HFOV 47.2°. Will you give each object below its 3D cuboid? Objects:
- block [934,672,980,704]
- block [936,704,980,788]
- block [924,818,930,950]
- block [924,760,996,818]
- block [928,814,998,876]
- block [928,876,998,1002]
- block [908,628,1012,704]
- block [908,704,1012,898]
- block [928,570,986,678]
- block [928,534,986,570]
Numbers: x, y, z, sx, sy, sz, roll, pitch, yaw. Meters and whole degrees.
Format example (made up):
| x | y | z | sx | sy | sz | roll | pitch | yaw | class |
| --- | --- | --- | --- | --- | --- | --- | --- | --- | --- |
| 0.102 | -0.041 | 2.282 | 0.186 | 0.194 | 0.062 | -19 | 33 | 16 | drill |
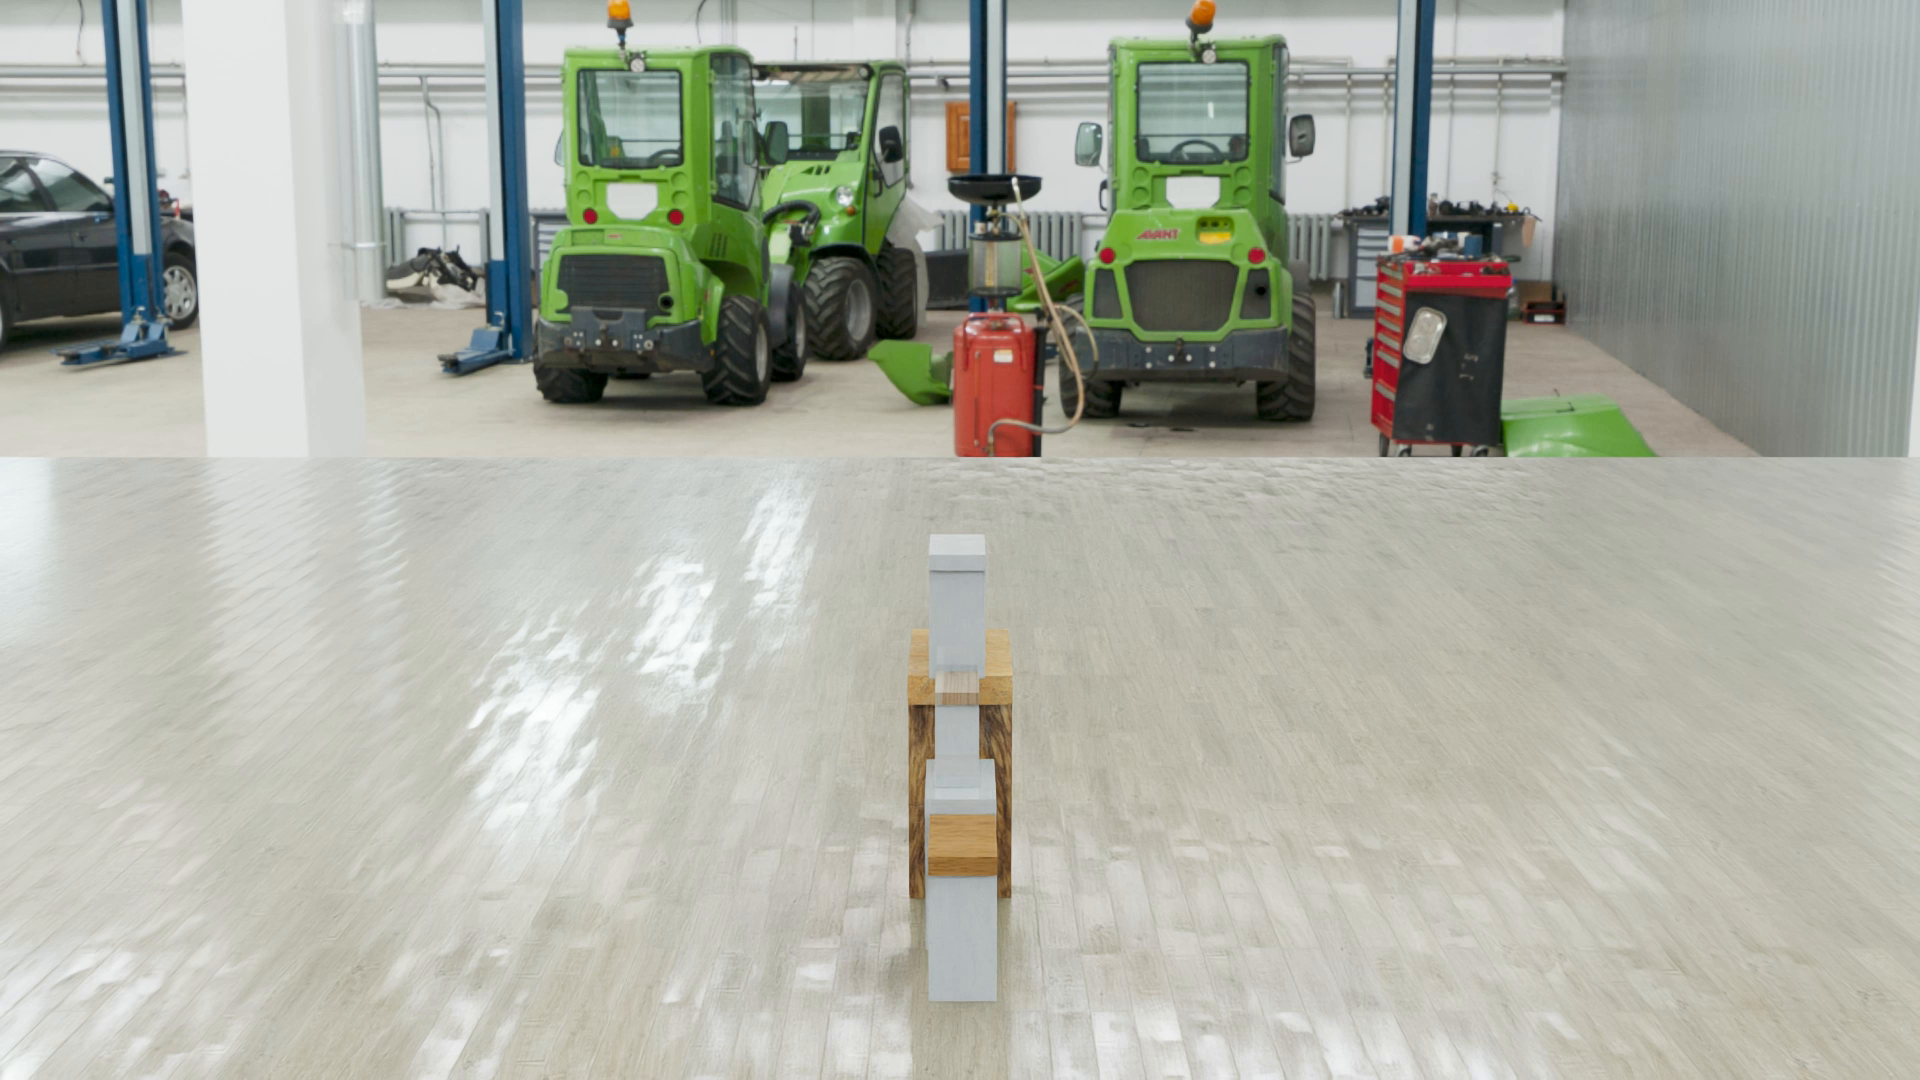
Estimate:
| x | y | z | sx | sy | sz | roll | pitch | yaw | class |
| --- | --- | --- | --- | --- | --- | --- | --- | --- | --- |
| -0.004 | 0.231 | 3.438 | 0.068 | 0.019 | 0.136 | 0 | 11 | 0 | block |
| -0.004 | 0.315 | 3.408 | 0.068 | 0.136 | 0.019 | 0 | 11 | 0 | block |
| 0.001 | 0.526 | 3.412 | 0.109 | 0.219 | 0.031 | 0 | 11 | 0 | block |
| 0.001 | 0.390 | 3.461 | 0.109 | 0.031 | 0.219 | 0 | 11 | 0 | block |
| 0.004 | 0.450 | 3.255 | 0.099 | 0.028 | 0.199 | 0 | 11 | 0 | block |
| 0.004 | 0.574 | 3.211 | 0.099 | 0.199 | 0.028 | 0 | 11 | 0 | block |
| 0.001 | 0.212 | 3.717 | 0.170 | 0.048 | 0.339 | 0 | 11 | 0 | block |
| 0.000 | 0.423 | 3.641 | 0.170 | 0.339 | 0.048 | 0 | 11 | 0 | block |
| -0.004 | 0.131 | 3.524 | 0.090 | 0.180 | 0.025 | 0 | 11 | 0 | block |
| -0.004 | 0.019 | 3.564 | 0.090 | 0.025 | 0.180 | 0 | 11 | 0 | block |
